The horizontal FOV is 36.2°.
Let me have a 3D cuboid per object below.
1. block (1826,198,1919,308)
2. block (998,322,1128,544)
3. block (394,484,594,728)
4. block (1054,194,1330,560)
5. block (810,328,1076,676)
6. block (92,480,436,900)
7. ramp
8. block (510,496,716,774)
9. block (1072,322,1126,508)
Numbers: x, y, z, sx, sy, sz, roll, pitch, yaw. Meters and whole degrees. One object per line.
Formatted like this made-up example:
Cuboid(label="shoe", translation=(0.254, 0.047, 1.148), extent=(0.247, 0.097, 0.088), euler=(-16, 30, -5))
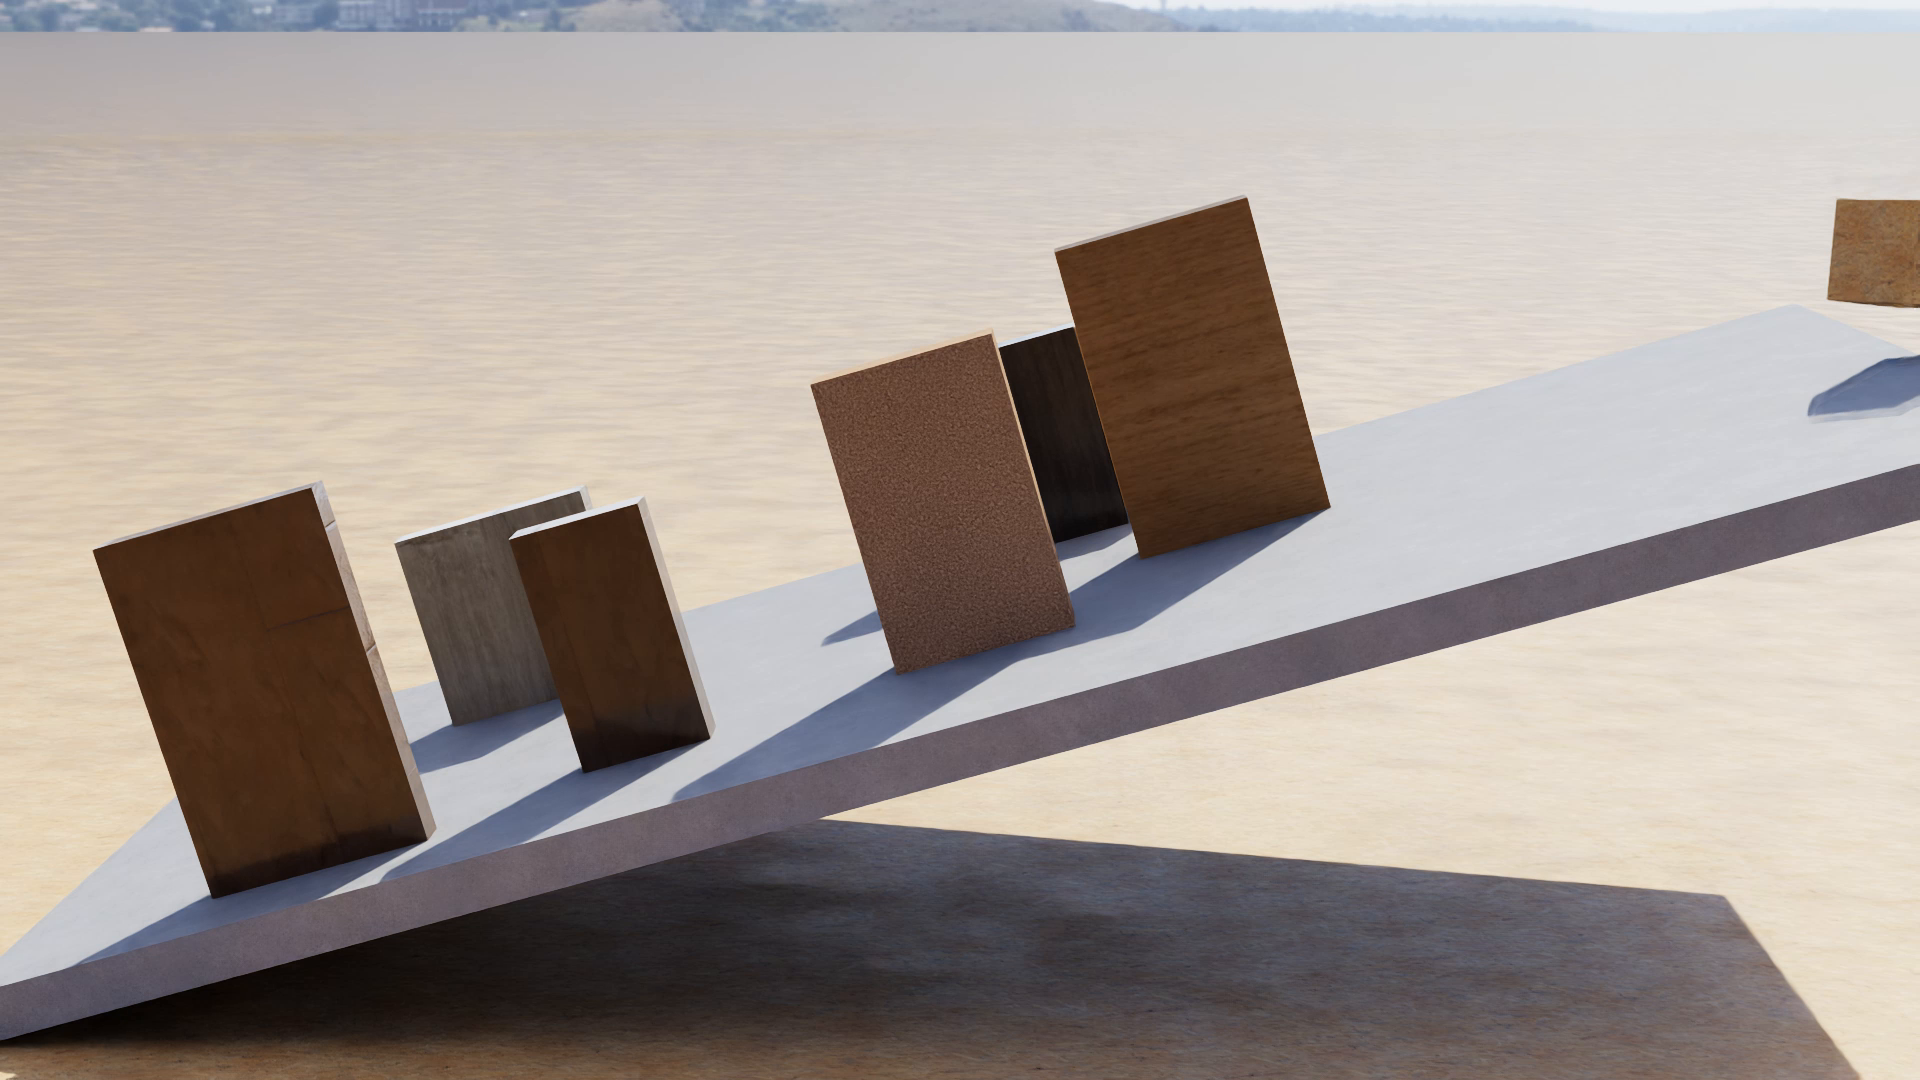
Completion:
Cuboid(label="block", translation=(1.956, -0.590, 6.084), extent=(0.210, 0.210, 0.210), euler=(2, 5, -35))
Cuboid(label="block", translation=(0.137, -0.219, 6.829), extent=(0.393, 0.475, 0.093), euler=(-16, 10, 5))
Cuboid(label="block", translation=(-1.005, 0.150, 6.714), extent=(0.442, 0.445, 0.090), euler=(-16, 10, 5))
Cuboid(label="block", translation=(0.499, -0.349, 6.318), extent=(0.423, 0.689, 0.096), euler=(-16, 10, 5))
Cuboid(label="block", translation=(-0.031, -0.077, 5.891), extent=(0.372, 0.611, 0.109), euler=(-16, 10, 5))
Cuboid(label="block", translation=(-1.332, 0.291, 5.655), extent=(0.441, 0.715, 0.085), euler=(-16, 10, 5))
Cuboid(label="ramp", translation=(0.087, 0.188, 6.323), extent=(4.000, 0.100, 2.000), euler=(-16, 10, 5))
Cuboid(label="block", translation=(-0.687, 0.187, 5.839), extent=(0.264, 0.492, 0.098), euler=(-16, 10, 5))
Cuboid(label="block", translation=(0.428, -0.324, 7.010), extent=(0.278, 0.451, 0.102), euler=(-16, 10, 5))
